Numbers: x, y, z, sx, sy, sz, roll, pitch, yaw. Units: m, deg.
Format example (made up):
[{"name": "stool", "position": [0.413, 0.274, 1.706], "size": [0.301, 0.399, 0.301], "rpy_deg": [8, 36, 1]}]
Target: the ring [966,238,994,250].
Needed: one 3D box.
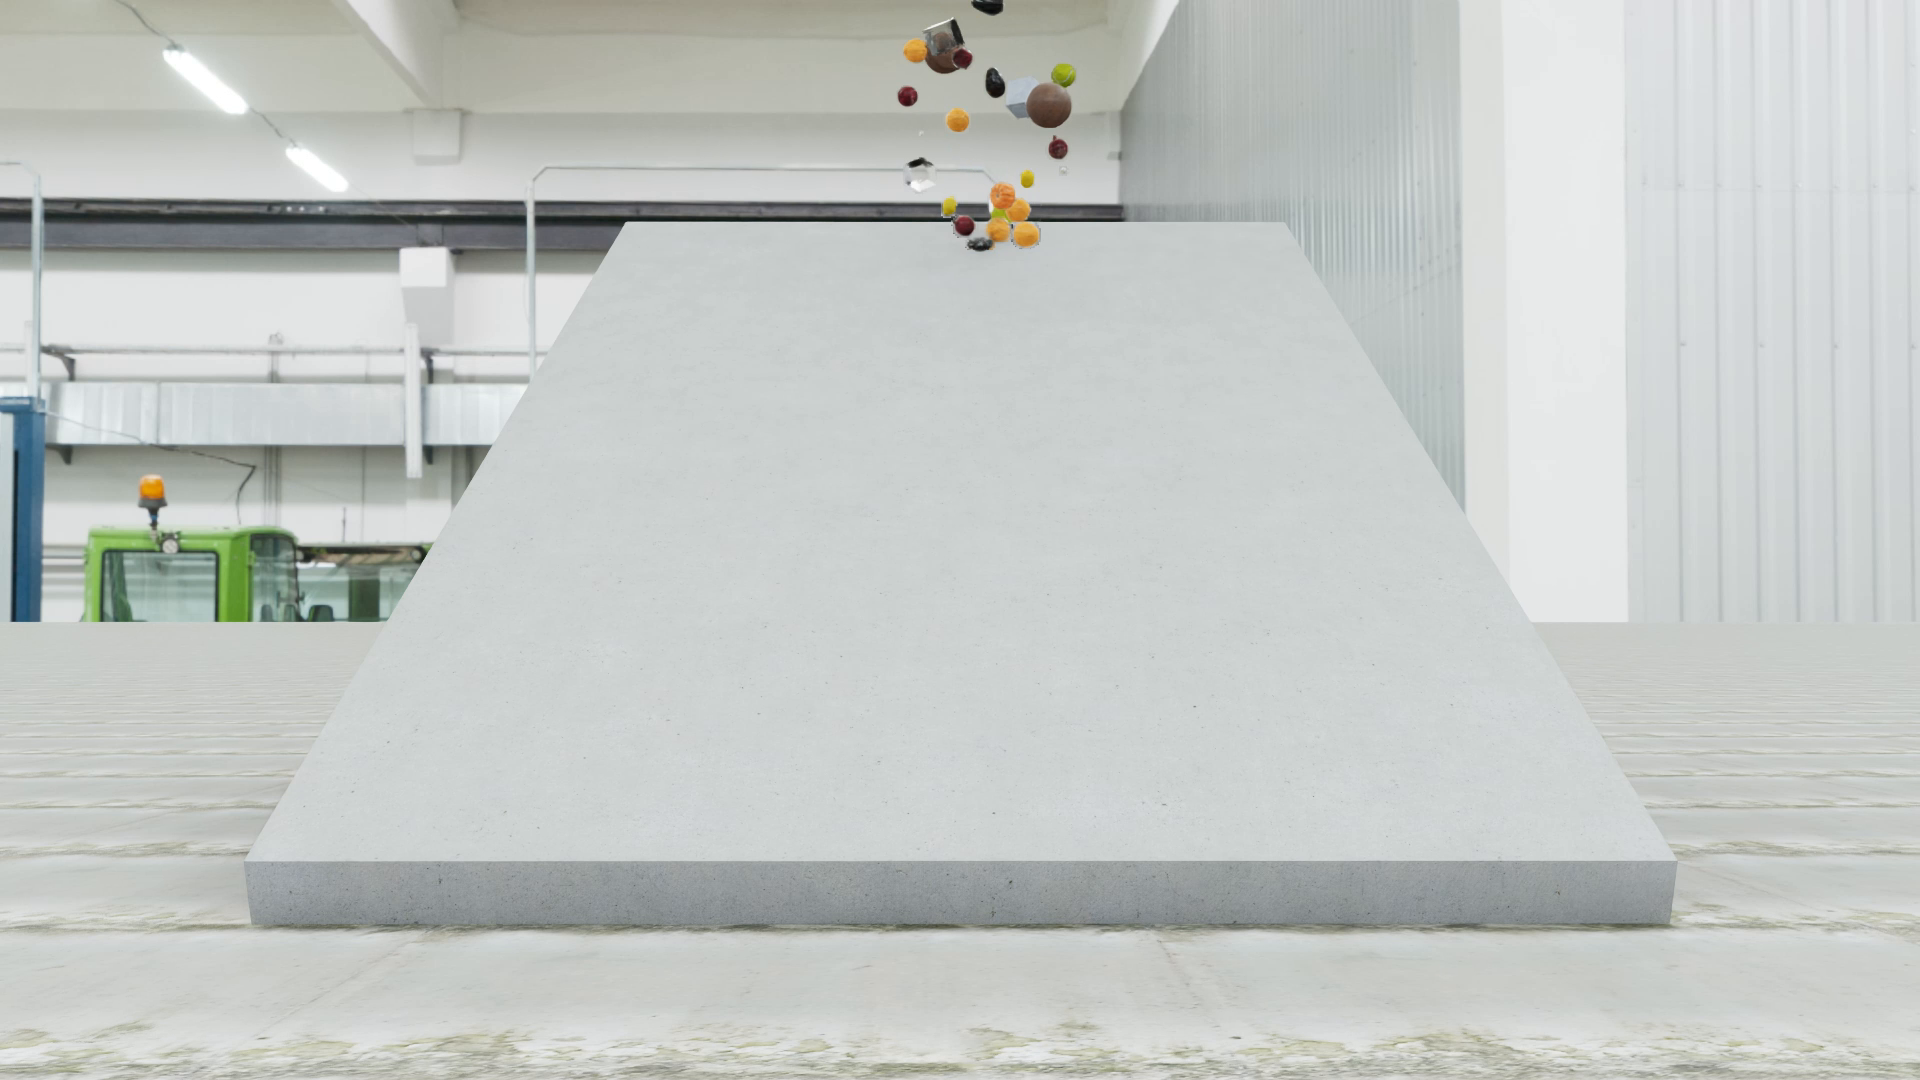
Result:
[{"name": "ring", "position": [0.058, -0.855, 6.586], "size": [0.077, 0.026, 0.077], "rpy_deg": [0, 20, 0]}]

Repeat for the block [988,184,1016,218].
[{"name": "block", "position": [0.126, -1.014, 6.820], "size": [0.061, 0.061, 0.061], "rpy_deg": [16, -41, -16]}]

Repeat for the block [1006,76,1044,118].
[{"name": "block", "position": [0.192, -1.300, 6.688], "size": [0.083, 0.083, 0.083], "rpy_deg": [-4, -20, 27]}]

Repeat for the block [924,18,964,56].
[{"name": "block", "position": [-0.045, -1.426, 6.452], "size": [0.076, 0.076, 0.076], "rpy_deg": [-15, 17, 25]}]

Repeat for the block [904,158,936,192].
[{"name": "block", "position": [-0.117, -1.080, 6.723], "size": [0.064, 0.064, 0.064], "rpy_deg": [-16, -23, 33]}]

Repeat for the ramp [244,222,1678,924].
[{"name": "ramp", "position": [-0.005, -0.213, 5.063], "size": [2.000, 0.100, 4.000], "rpy_deg": [0, 21, 0]}]
